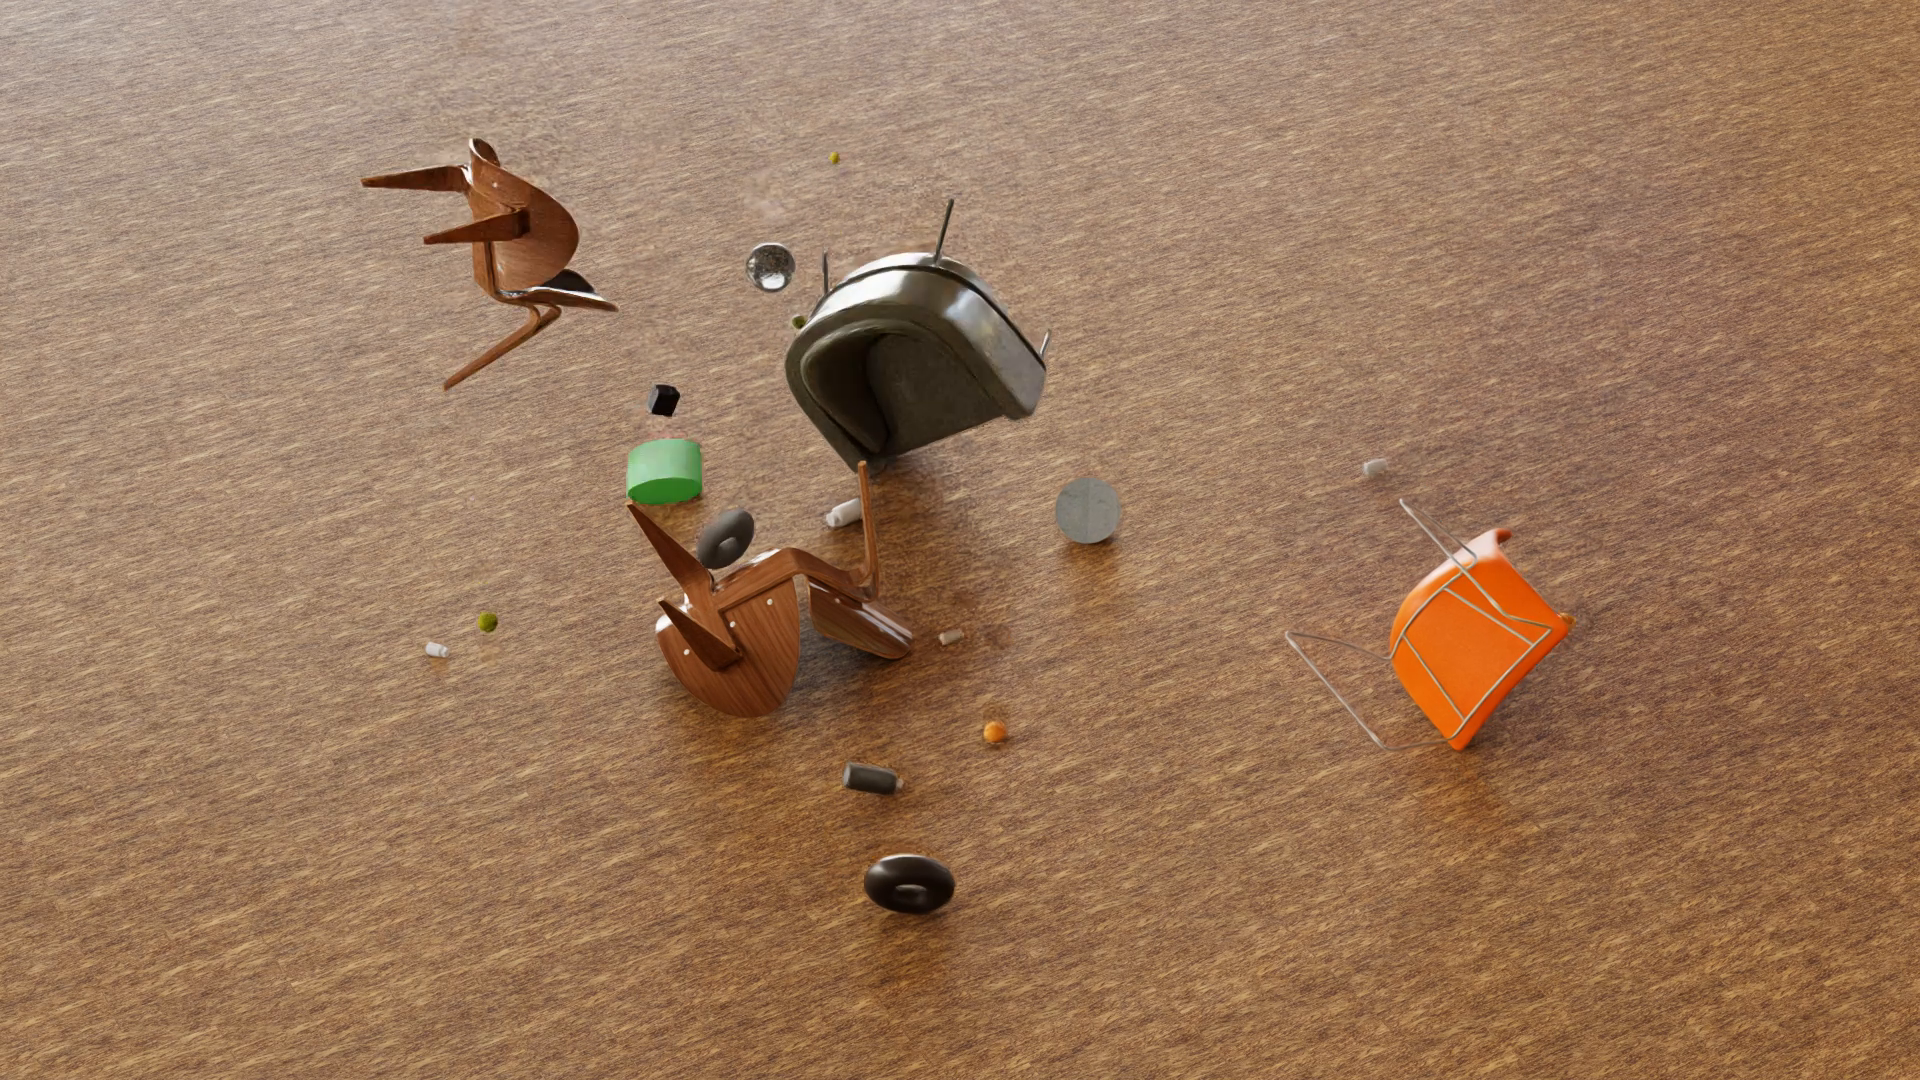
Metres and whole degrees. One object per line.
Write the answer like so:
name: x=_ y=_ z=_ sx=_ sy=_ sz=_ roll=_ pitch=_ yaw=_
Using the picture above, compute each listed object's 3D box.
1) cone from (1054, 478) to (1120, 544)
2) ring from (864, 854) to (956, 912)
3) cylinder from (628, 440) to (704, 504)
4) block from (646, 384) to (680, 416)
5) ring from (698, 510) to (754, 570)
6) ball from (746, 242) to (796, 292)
cone: x=0.515 y=-0.105 z=11.009 sx=0.266 sy=0.246 sz=0.188 roll=10 pitch=1 yaw=25
ring: x=-0.156 y=1.064 z=9.080 sx=0.268 sy=0.306 sz=0.091 roll=-27 pitch=49 yaw=30
cylinder: x=-1.131 y=-0.263 z=11.238 sx=0.285 sy=0.115 sz=0.281 roll=-6 pitch=34 yaw=-3
block: x=-1.089 y=-0.512 z=10.743 sx=0.087 sy=0.094 sz=0.061 roll=7 pitch=32 yaw=-33
ring: x=-0.825 y=-0.001 z=10.332 sx=0.171 sy=0.374 sz=0.087 roll=2 pitch=61 yaw=-24
ball: x=-0.790 y=-1.137 z=12.224 sx=0.209 sy=0.209 sz=0.209 roll=0 pitch=33 yaw=0
